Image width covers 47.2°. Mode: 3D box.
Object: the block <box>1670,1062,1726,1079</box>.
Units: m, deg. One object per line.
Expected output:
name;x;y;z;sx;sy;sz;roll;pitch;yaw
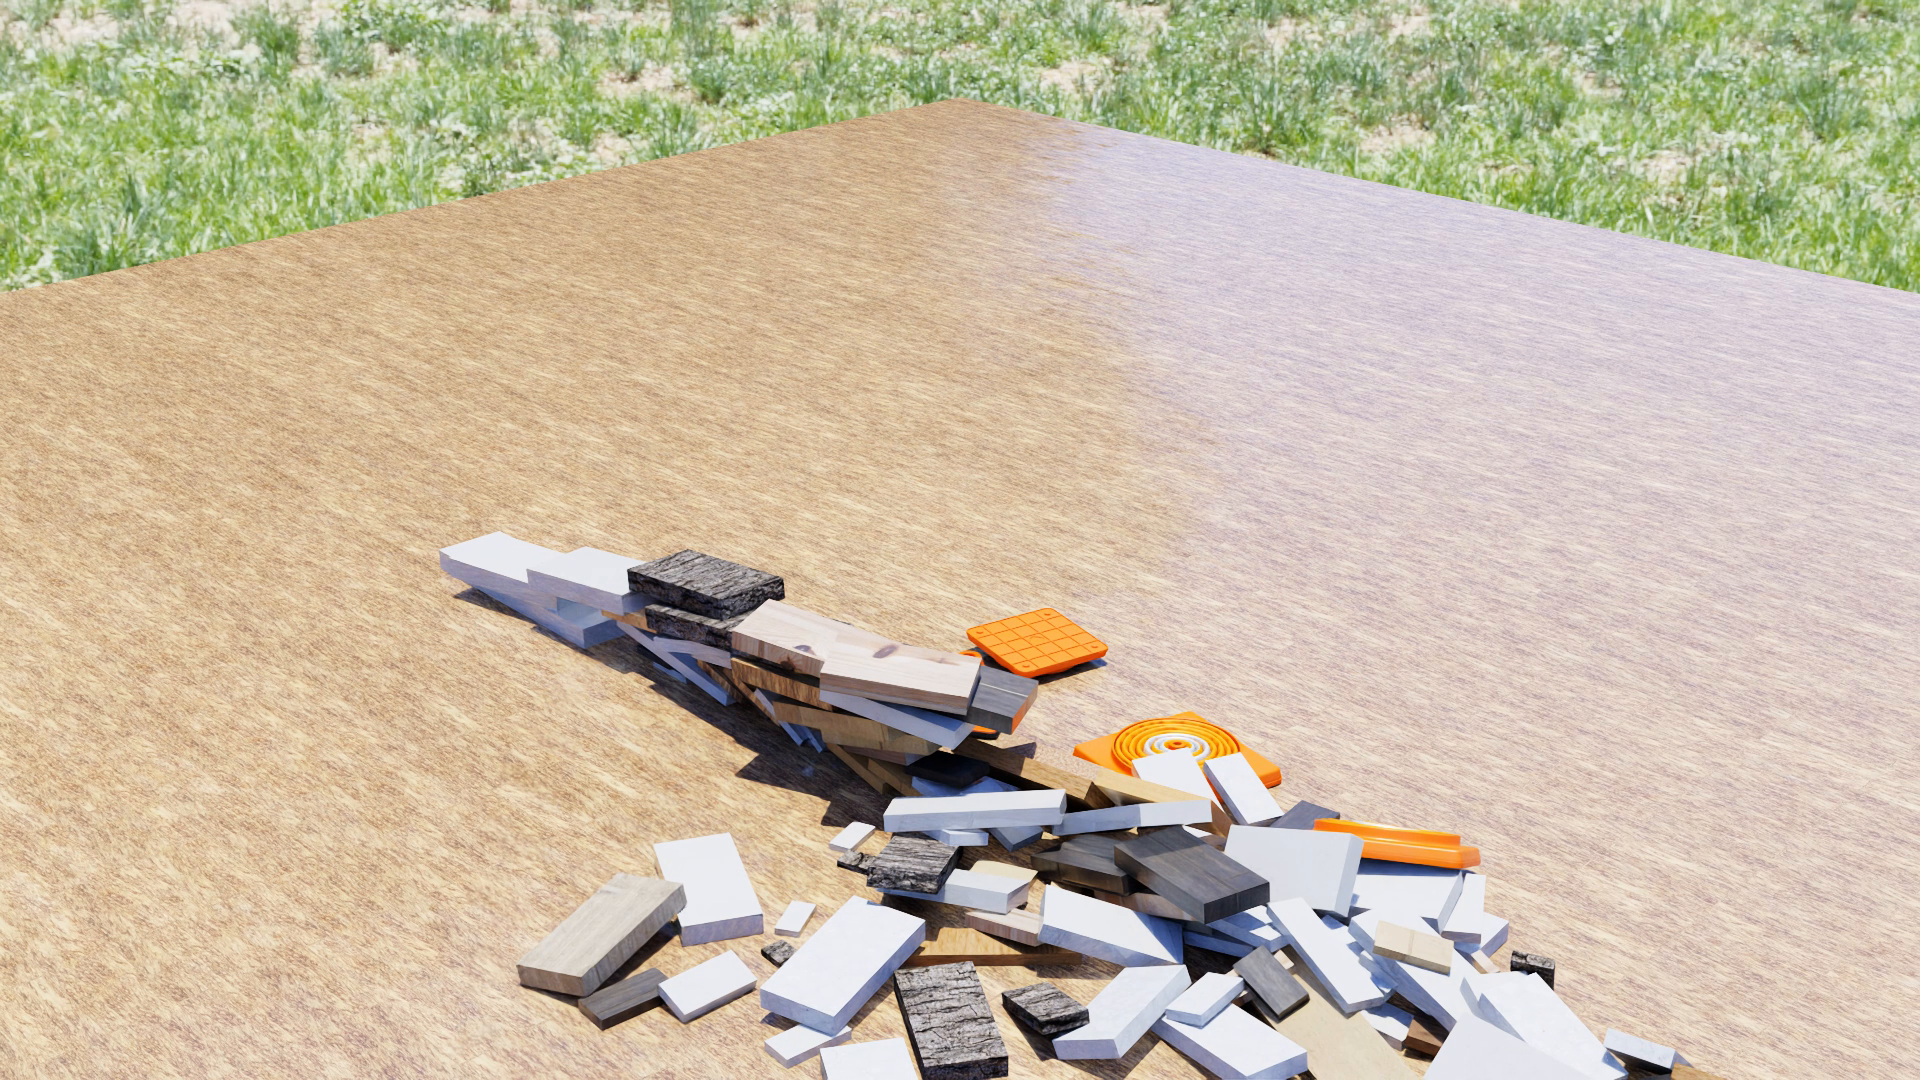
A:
block;1.205;0.875;3.532;0.091;0.026;0.183;14;-10;31

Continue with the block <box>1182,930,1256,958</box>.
block;0.497;0.718;3.978;0.087;0.025;0.174;-19;13;-37

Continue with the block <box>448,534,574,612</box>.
block;-1.056;0.078;5.382;0.359;0.051;0.180;15;27;31

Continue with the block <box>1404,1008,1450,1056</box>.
block;0.835;0.846;3.707;0.155;0.022;0.077;17;30;17

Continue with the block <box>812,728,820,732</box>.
block;-0.285;0.362;4.738;0.060;0.017;0.120;19;47;-15

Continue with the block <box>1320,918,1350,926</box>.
block;0.757;0.697;3.987;0.255;0.036;0.127;20;42;38

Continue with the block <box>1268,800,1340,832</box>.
block;0.675;0.576;4.372;0.088;0.025;0.175;16;28;34

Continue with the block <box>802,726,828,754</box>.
block;-0.309;0.396;4.720;0.060;0.017;0.120;-21;66;-40

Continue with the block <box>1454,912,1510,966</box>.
block;0.849;0.701;4.056;0.283;0.040;0.142;18;29;36

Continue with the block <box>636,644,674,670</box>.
block;-0.682;0.262;5.073;0.064;0.018;0.128;-20;30;-39

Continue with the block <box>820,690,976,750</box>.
block;-0.111;0.318;4.439;0.309;0.044;0.154;18;32;22

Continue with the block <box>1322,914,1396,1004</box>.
block;0.689;0.729;3.834;0.179;0.025;0.090;31;37;29

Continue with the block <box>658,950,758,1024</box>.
block;-0.443;0.782;3.858;0.157;0.022;0.079;-20;48;-38

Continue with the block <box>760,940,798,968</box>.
block;-0.311;0.755;3.964;0.049;0.014;0.097;-17;29;-35

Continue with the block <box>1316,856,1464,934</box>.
block;0.751;0.638;3.987;0.283;0.040;0.142;4;32;30

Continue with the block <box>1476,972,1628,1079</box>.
block;0.960;0.810;3.569;0.116;0.033;0.232;-12;40;-26

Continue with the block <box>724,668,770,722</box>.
block;-0.437;0.323;4.839;0.085;0.024;0.170;-18;50;-37

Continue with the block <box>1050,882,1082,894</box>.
block;0.195;0.682;4.133;0.058;0.016;0.116;3;23;7

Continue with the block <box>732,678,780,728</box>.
block;-0.414;0.336;4.789;0.154;0.022;0.077;41;44;23

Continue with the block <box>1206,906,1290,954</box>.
block;0.521;0.684;3.923;0.087;0.025;0.174;-17;20;-35

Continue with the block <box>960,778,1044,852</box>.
block;0.082;0.547;4.375;0.082;0.023;0.165;-20;48;-37

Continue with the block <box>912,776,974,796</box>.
block;-0.011;0.514;4.445;0.082;0.023;0.165;-24;43;-39

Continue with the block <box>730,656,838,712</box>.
block;-0.322;0.278;4.635;0.309;0.044;0.154;14;28;42

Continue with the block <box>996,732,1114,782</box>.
block;0.224;0.472;4.480;0.284;0.040;0.142;17;-16;37

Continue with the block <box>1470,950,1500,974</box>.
block;0.915;0.773;3.772;0.019;0.131;0.066;-25;28;-7

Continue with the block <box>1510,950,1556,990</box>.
block;0.977;0.755;3.757;0.071;0.142;0.020;9;50;21

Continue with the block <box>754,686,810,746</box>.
block;-0.365;0.365;4.740;0.154;0.022;0.077;48;46;13

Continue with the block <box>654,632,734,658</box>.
block;-0.568;0.223;4.904;0.208;0.029;0.104;3;18;30

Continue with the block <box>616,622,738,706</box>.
block;-0.619;0.257;5.011;0.104;0.029;0.402;-21;40;-40

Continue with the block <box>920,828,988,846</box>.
block;-0.020;0.569;4.306;0.083;0.023;0.166;3;4;-27

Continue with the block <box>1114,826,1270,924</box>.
block;0.414;0.599;3.951;0.141;0.040;0.283;-13;20;-27

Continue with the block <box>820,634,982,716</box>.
block;-0.117;0.265;4.359;0.295;0.042;0.148;9;30;7

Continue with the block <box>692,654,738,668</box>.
block;-0.512;0.252;4.879;0.085;0.024;0.170;-19;20;-39

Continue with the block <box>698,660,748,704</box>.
block;-0.502;0.300;4.903;0.085;0.024;0.170;-18;41;-37

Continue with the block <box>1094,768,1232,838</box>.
block;0.393;0.508;4.251;0.245;0.122;0.035;13;70;33

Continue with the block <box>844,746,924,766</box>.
block;-0.142;0.421;4.555;0.098;0.028;0.195;-24;21;-39

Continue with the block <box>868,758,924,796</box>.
block;-0.086;0.489;4.518;0.195;0.028;0.098;32;40;34

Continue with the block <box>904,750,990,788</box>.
block;-0.027;0.461;4.446;0.165;0.023;0.082;9;24;45

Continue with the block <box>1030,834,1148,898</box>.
block;0.274;0.613;4.156;0.141;0.040;0.283;-16;10;-33

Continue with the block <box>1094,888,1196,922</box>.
block;0.390;0.647;4.055;0.141;0.040;0.283;-17;7;-34

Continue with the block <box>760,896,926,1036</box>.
block;-0.203;0.744;3.869;0.151;0.043;0.302;15;31;26

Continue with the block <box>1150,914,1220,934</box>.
block;0.425;0.686;4.061;0.087;0.025;0.174;-20;17;-41

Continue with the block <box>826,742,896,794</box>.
block;-0.182;0.456;4.609;0.098;0.028;0.195;-19;38;-35

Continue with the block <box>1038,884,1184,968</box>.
block;0.271;0.706;3.957;0.259;0.037;0.130;17;23;-2

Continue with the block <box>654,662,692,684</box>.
block;-0.641;0.292;5.050;0.064;0.018;0.128;-20;30;-38

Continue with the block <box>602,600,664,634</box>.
block;-0.721;0.164;5.053;0.104;0.029;0.208;-22;25;-40
